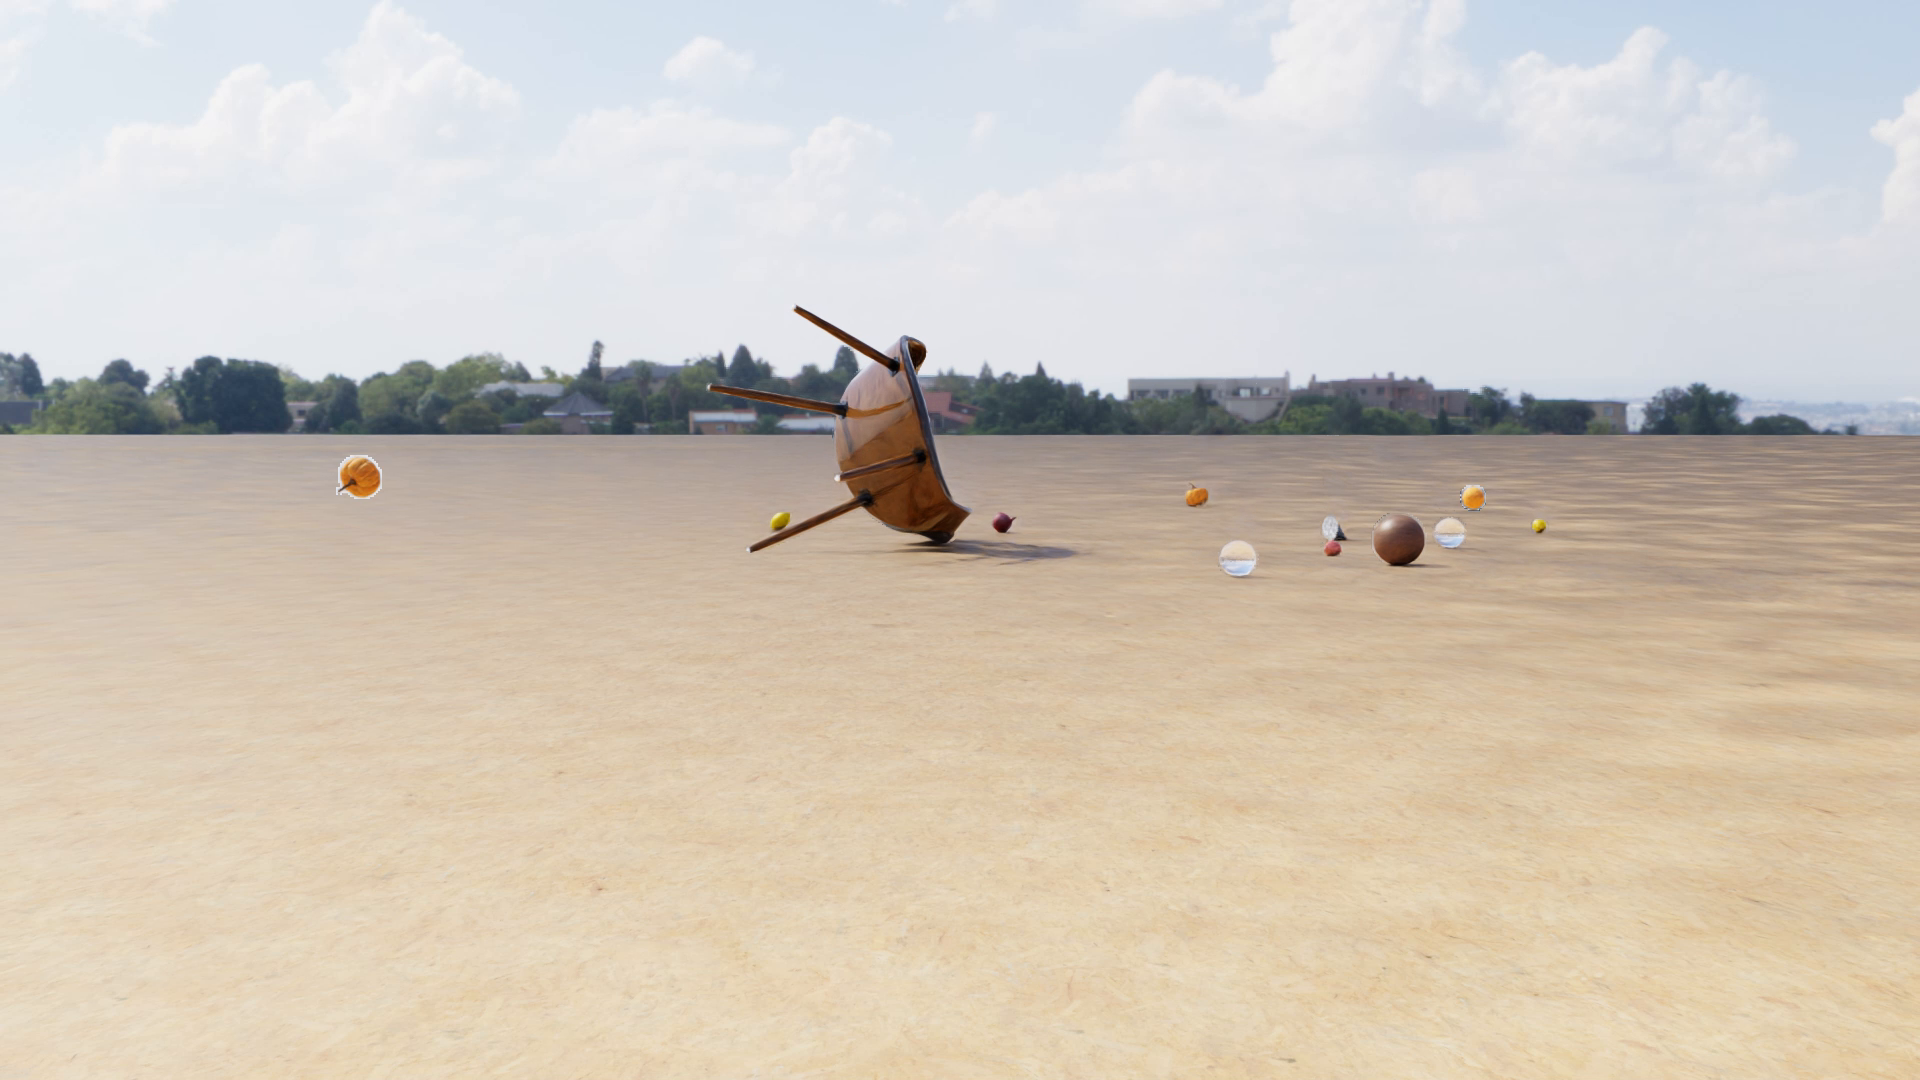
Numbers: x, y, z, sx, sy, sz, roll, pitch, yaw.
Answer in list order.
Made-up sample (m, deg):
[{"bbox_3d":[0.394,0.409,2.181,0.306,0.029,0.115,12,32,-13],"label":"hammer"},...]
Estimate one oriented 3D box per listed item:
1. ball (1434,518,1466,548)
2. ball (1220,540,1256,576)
[{"bbox_3d":[1.383,-0.019,6.209,0.085,0.085,0.085,0,4,0],"label":"ball"},{"bbox_3d":[0.667,0.044,5.269,0.087,0.087,0.087,0,4,0],"label":"ball"}]
